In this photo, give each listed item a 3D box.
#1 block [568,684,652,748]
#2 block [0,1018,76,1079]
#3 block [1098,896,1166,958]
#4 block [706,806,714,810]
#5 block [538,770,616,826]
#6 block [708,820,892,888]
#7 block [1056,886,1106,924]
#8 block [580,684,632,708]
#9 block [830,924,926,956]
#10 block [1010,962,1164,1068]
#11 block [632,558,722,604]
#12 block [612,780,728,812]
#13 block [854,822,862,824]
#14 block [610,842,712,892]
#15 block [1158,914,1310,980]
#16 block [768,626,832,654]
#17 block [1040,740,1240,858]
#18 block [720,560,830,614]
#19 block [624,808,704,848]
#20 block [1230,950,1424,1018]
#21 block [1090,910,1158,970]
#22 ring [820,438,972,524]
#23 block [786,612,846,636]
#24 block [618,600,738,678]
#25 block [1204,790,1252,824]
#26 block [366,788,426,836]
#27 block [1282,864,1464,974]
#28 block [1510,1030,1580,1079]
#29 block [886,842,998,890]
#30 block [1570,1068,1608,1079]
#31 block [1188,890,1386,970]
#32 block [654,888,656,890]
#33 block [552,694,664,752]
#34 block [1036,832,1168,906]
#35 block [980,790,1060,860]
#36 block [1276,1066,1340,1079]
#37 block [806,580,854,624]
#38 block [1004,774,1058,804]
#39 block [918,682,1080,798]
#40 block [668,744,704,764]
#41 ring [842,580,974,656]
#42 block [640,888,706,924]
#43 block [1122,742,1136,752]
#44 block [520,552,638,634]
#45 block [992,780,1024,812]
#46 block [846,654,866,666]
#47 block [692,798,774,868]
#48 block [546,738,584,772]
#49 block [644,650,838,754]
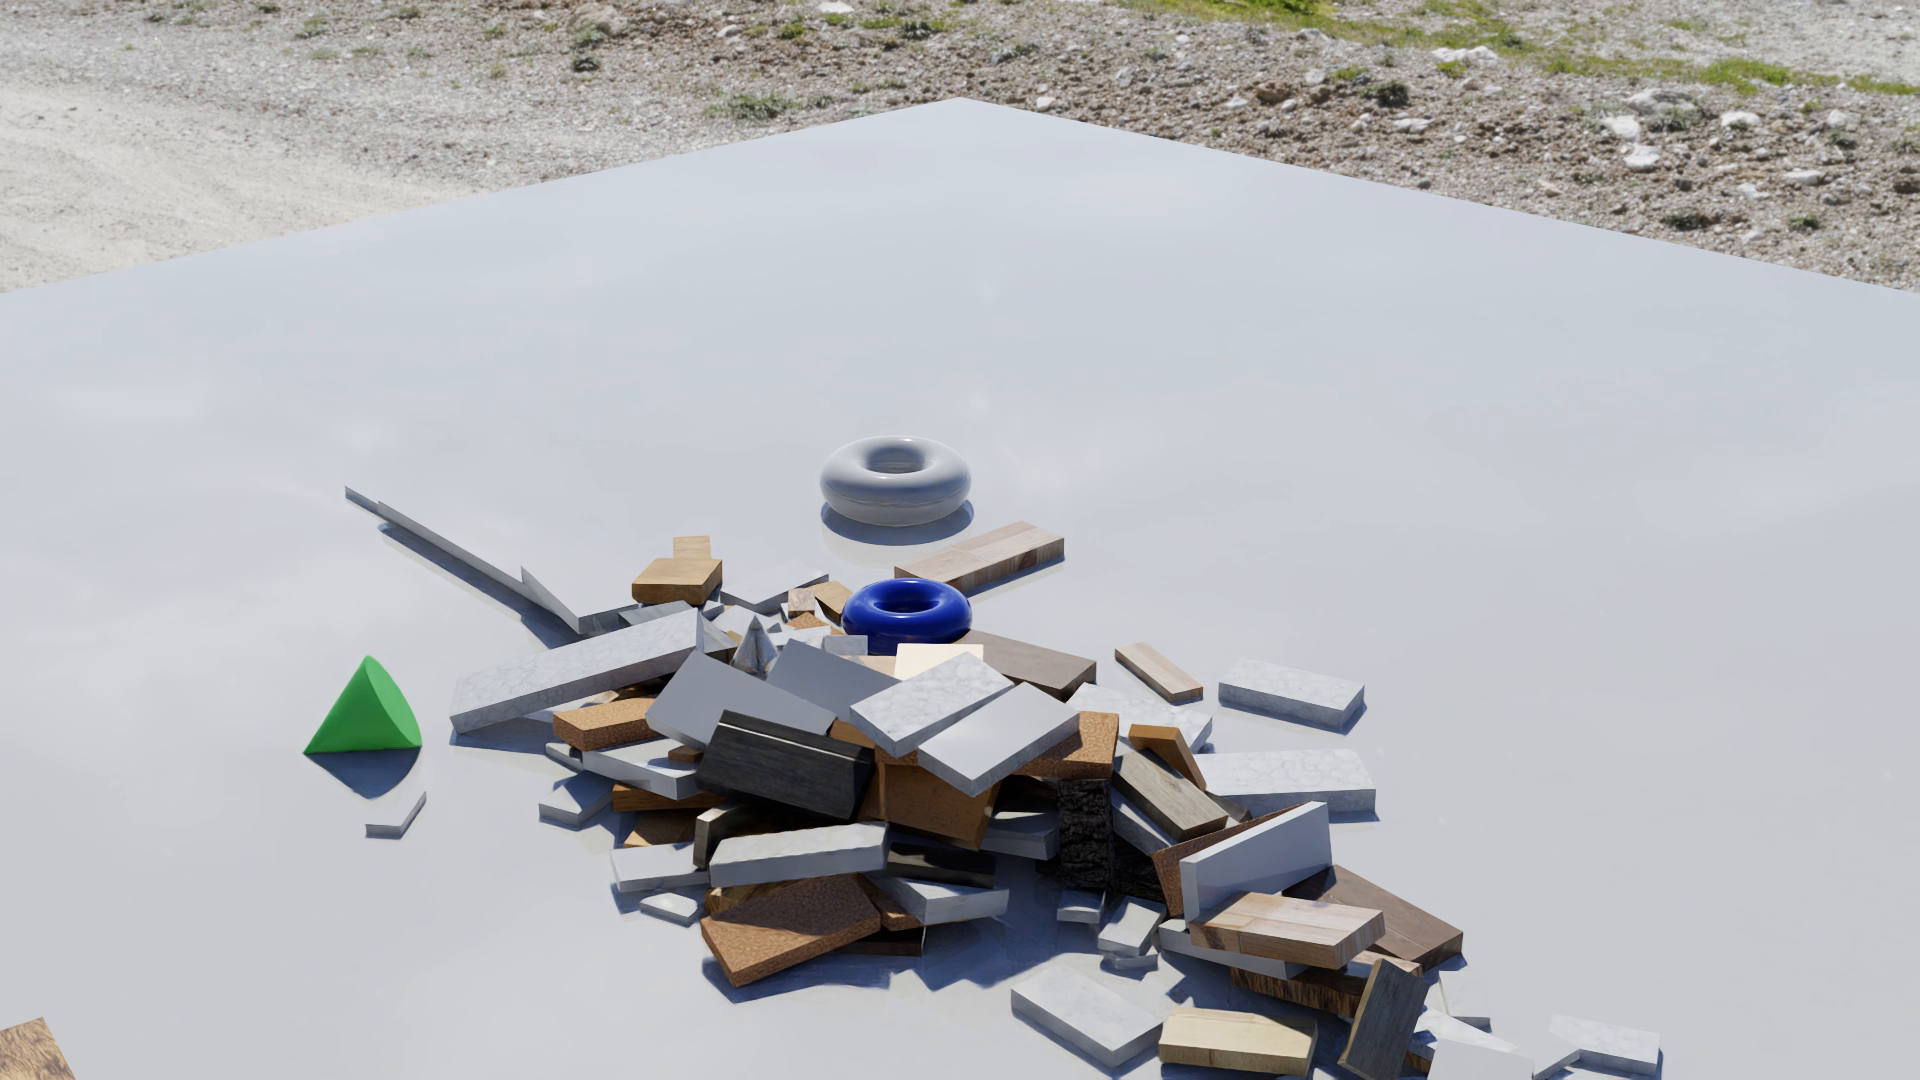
[{"bbox_3d":[-0.698,0.386,4.763,0.152,0.043,0.303,10,20,22],"label":"block"},{"bbox_3d":[-1.538,0.893,3.603,0.145,0.041,0.291,-15,27,-32],"label":"block"},{"bbox_3d":[0.315,0.705,4.015,0.077,0.022,0.155,10,25,22],"label":"block"},{"bbox_3d":[-0.451,0.523,4.479,0.134,0.019,0.067,-15,16,-37],"label":"block"},{"bbox_3d":[-0.764,0.518,4.504,0.097,0.028,0.194,11,25,24],"label":"block"},{"bbox_3d":[-0.293,0.581,4.073,0.318,0.045,0.159,-7,9,4],"label":"block"},{"bbox_3d":[0.227,0.675,4.097,0.077,0.022,0.155,3,10,8],"label":"block"},{"bbox_3d":[-0.781,0.360,4.886,0.073,0.021,0.147,8,24,19],"label":"block"},{"bbox_3d":[-0.161,0.721,4.027,0.190,0.027,0.095,2,23,4],"label":"block"},{"bbox_3d":[0.217,0.816,3.792,0.123,0.035,0.247,-20,30,-38],"label":"block"},{"bbox_3d":[-0.688,0.099,5.371,0.168,0.048,0.336,1,10,2],"label":"block"},{"bbox_3d":[-0.541,0.497,4.452,0.303,0.043,0.152,-3,12,-2],"label":"block"},{"bbox_3d":[-0.193,0.520,4.377,0.061,0.122,0.017,-20,13,-39],"label":"block"},{"bbox_3d":[-0.564,0.624,4.210,0.194,0.028,0.097,-4,30,-19],"label":"block"},{"bbox_3d":[0.518,0.709,3.931,0.153,0.043,0.305,-19,14,-37],"label":"block"},{"bbox_3d":[-0.387,0.234,5.001,0.190,0.027,0.095,-8,15,-2],"label":"block"},{"bbox_3d":[0.343,0.500,4.214,0.175,0.050,0.350,-19,40,-42],"label":"block"},{"bbox_3d":[-0.457,0.119,5.435,0.126,0.036,0.251,20,30,38],"label":"block"},{"bbox_3d":[-0.587,0.573,4.376,0.097,0.028,0.194,5,24,12],"label":"block"},{"bbox_3d":[0.635,0.757,3.828,0.153,0.043,0.305,-20,16,-38],"label":"block"},{"bbox_3d":[0.298,0.729,4.015,0.077,0.022,0.155,-6,24,-15],"label":"block"},{"bbox_3d":[-0.175,-0.164,5.972,0.417,0.139,0.417,1,24,0],"label":"ring"},{"bbox_3d":[-0.325,0.233,5.136,0.181,0.026,0.090,28,38,32],"label":"block"},{"bbox_3d":[-0.636,0.222,4.966,0.161,0.046,0.322,-11,22,-28],"label":"block"},{"bbox_3d":[0.451,0.546,4.365,0.235,0.033,0.117,21,59,40],"label":"block"},{"bbox_3d":[-1.139,0.548,4.443,0.073,0.021,0.147,3,23,6],"label":"block"},{"bbox_3d":[0.756,0.702,4.051,0.152,0.043,0.304,-18,29,-36],"label":"block"},{"bbox_3d":[0.929,0.842,3.555,0.137,0.019,0.068,-19,26,-30],"label":"block"},{"bbox_3d":[-0.033,0.602,4.065,0.199,0.028,0.099,7,13,2],"label":"block"},{"bbox_3d":[1.025,0.886,3.424,0.177,0.025,0.089,16,29,42],"label":"block"},{"bbox_3d":[0.567,0.676,3.829,0.305,0.043,0.153,1,16,44],"label":"block"},{"bbox_3d":[-0.564,0.637,4.240,0.054,0.015,0.109,18,29,37],"label":"block"},{"bbox_3d":[-0.673,0.375,4.624,0.321,0.046,0.161,-9,14,-31],"label":"block"},{"bbox_3d":[0.337,0.614,4.190,0.350,0.050,0.175,9,20,34],"label":"block"},{"bbox_3d":[0.080,0.547,4.317,0.350,0.050,0.175,3,20,39],"label":"block"},{"bbox_3d":[0.598,0.924,3.549,0.095,0.027,0.191,-9,25,-20],"label":"block"},{"bbox_3d":[-0.300,0.150,5.375,0.089,0.025,0.178,-13,26,-29],"label":"block"},{"bbox_3d":[0.121,0.433,4.374,0.268,0.038,0.134,23,30,31],"label":"block"},{"bbox_3d":[0.075,0.375,4.166,0.291,0.041,0.145,-28,41,-36],"label":"block"},{"bbox_3d":[-0.524,0.422,4.437,0.064,0.018,0.128,5,14,31],"label":"block"},{"bbox_3d":[-0.125,0.182,5.201,0.313,0.104,0.313,-1,22,0],"label":"ring"},{"bbox_3d":[-0.539,0.687,4.123,0.109,0.015,0.054,12,26,26],"label":"block"},{"bbox_3d":[0.228,0.401,4.505,0.174,0.049,0.348,23,-2,34],"label":"block"},{"bbox_3d":[-0.911,0.124,5.258,0.152,0.043,0.358,-14,27,-29],"label":"block"},{"bbox_3d":[-0.003,0.487,4.418,0.268,0.038,0.134,3,19,37],"label":"block"},{"bbox_3d":[-0.177,0.330,4.559,0.200,0.028,0.100,50,16,8],"label":"block"},{"bbox_3d":[-0.400,0.530,4.323,0.028,0.100,0.382,16,21,25],"label":"block"},{"bbox_3d":[-0.803,0.453,4.665,0.147,0.021,0.073,20,30,38],"label":"block"},{"bbox_3d":[-0.434,0.362,4.387,0.353,0.050,0.176,22,59,23],"label":"block"}]
